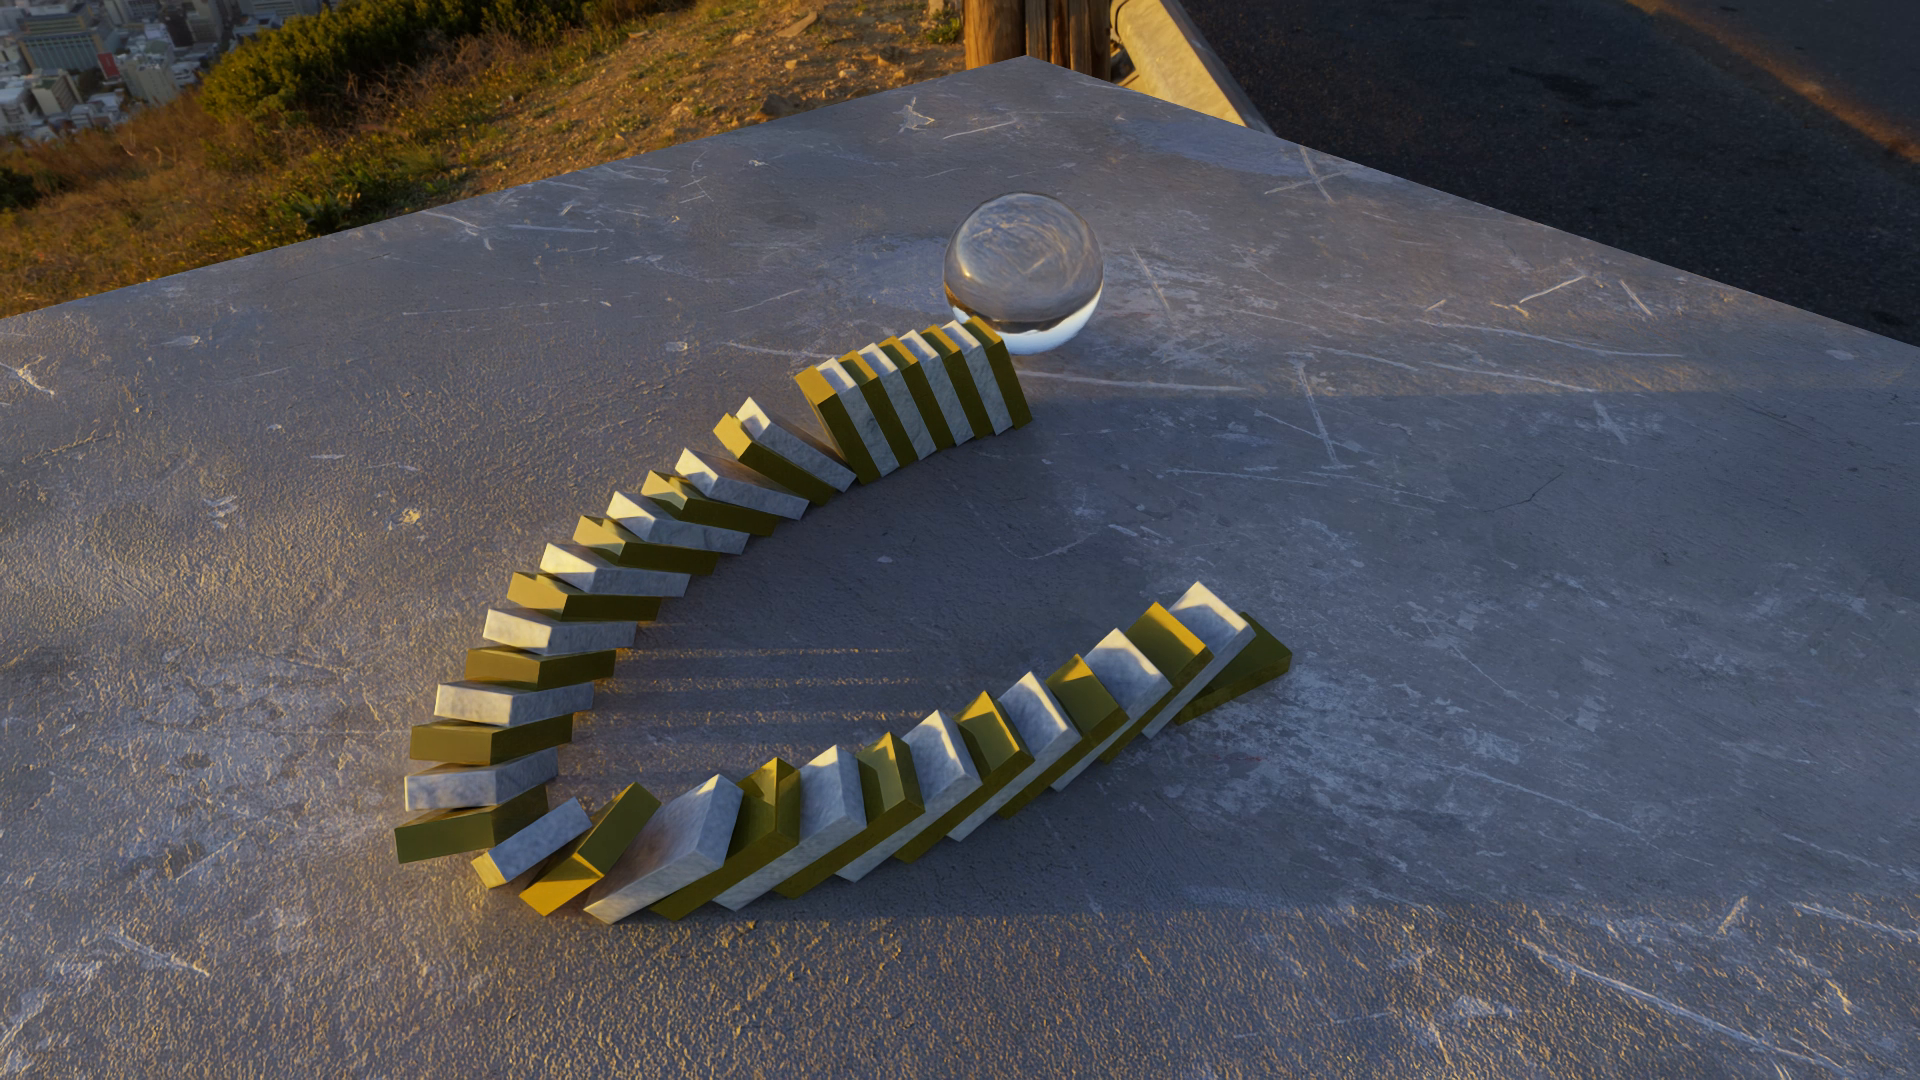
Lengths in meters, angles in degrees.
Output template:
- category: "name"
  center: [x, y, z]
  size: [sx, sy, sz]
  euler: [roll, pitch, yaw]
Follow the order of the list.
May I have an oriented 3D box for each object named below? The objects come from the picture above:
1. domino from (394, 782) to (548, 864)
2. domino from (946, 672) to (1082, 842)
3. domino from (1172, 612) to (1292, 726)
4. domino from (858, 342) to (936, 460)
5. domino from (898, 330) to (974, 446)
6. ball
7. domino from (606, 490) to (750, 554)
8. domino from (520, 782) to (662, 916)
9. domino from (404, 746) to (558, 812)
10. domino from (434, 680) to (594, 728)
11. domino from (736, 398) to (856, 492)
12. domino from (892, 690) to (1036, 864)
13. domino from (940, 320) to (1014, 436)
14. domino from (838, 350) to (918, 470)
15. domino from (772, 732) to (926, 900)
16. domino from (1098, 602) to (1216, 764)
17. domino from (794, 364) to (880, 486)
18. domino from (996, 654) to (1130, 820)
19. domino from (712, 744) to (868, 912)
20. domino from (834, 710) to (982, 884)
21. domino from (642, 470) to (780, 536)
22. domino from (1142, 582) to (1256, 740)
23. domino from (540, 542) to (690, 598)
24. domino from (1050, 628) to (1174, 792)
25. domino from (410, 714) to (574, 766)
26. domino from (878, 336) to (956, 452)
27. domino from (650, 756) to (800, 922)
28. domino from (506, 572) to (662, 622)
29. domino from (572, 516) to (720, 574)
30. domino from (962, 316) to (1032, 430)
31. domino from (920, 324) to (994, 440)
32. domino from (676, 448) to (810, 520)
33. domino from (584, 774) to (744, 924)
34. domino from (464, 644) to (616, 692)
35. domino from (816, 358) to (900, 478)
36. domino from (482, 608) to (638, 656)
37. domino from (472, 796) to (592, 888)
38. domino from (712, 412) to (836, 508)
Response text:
- category: "domino"
  center: [-0.140, 0.081, 0.319]
  size: [0.025, 0.010, 0.050]
  euler: [-9, -3, -5]
- category: "domino"
  center: [0.011, 0.067, 0.340]
  size: [0.050, 0.010, 0.025]
  euler: [-41, 45, 7]
- category: "domino"
  center: [0.089, 0.045, 0.389]
  size: [0.050, 0.010, 0.025]
  euler: [-21, 44, -23]
- category: "domino"
  center: [-0.028, -0.061, 0.485]
  size: [0.009, 0.050, 0.025]
  euler: [-33, 46, -6]
- category: "domino"
  center: [-0.011, -0.068, 0.494]
  size: [0.009, 0.050, 0.025]
  euler: [-33, 46, -6]
- category: "ball"
  center: [0.031, -0.132, 0.549]
  size: [0.080, 0.080, 0.080]
  euler: [0, 39, 0]
- category: "domino"
  center: [-0.109, -0.006, 0.428]
  size: [0.025, 0.010, 0.050]
  euler: [30, 10, 31]
- category: "domino"
  center: [-0.104, 0.087, 0.309]
  size: [0.010, 0.050, 0.025]
  euler: [44, 44, -9]
- category: "domino"
  center: [-0.142, 0.071, 0.331]
  size: [0.025, 0.010, 0.050]
  euler: [-4, -3, -1]
- category: "domino"
  center: [-0.143, 0.051, 0.357]
  size: [0.025, 0.009, 0.050]
  euler: [7, -1, 10]
- category: "domino"
  center: [-0.069, -0.040, 0.464]
  size: [0.010, 0.050, 0.025]
  euler: [-52, 43, 7]
- category: "domino"
  center: [-0.004, 0.072, 0.334]
  size: [0.050, 0.010, 0.025]
  euler: [-41, 44, 7]
- category: "domino"
  center: [0.007, -0.074, 0.501]
  size: [0.009, 0.050, 0.025]
  euler: [-33, 46, -6]
- category: "domino"
  center: [-0.036, -0.057, 0.481]
  size: [0.009, 0.050, 0.025]
  euler: [-33, 46, -6]
- category: "domino"
  center: [-0.035, 0.081, 0.323]
  size: [0.050, 0.010, 0.025]
  euler: [-36, 39, 14]
- category: "domino"
  center: [0.057, 0.047, 0.365]
  size: [0.050, 0.010, 0.025]
  euler: [-45, 48, 0]
- category: "domino"
  center: [-0.052, -0.048, 0.470]
  size: [0.010, 0.050, 0.025]
  euler: [-34, 47, -7]
- category: "domino"
  center: [0.026, 0.062, 0.348]
  size: [0.050, 0.009, 0.025]
  euler: [-40, 46, 3]
- category: "domino"
  center: [-0.051, 0.084, 0.319]
  size: [0.050, 0.010, 0.025]
  euler: [-35, 38, 15]
- category: "domino"
  center: [-0.019, 0.076, 0.328]
  size: [0.050, 0.010, 0.025]
  euler: [-40, 42, 10]
- category: "domino"
  center: [-0.099, -0.014, 0.438]
  size: [0.025, 0.009, 0.050]
  euler: [32, 11, 33]
- category: "domino"
  center: [0.073, 0.040, 0.372]
  size: [0.050, 0.010, 0.025]
  euler: [-45, 48, 1]
- category: "domino"
  center: [-0.126, 0.012, 0.406]
  size: [0.025, 0.009, 0.050]
  euler: [22, 5, 25]
- category: "domino"
  center: [0.042, 0.055, 0.357]
  size: [0.050, 0.010, 0.025]
  euler: [-43, 48, 1]
- category: "domino"
  center: [-0.145, 0.061, 0.344]
  size: [0.025, 0.010, 0.050]
  euler: [3, -2, 7]
- category: "domino"
  center: [-0.019, -0.065, 0.490]
  size: [0.009, 0.050, 0.025]
  euler: [-33, 46, -6]
- category: "domino"
  center: [-0.067, 0.086, 0.315]
  size: [0.050, 0.010, 0.025]
  euler: [-35, 35, 20]
- category: "domino"
  center: [-0.134, 0.021, 0.395]
  size: [0.025, 0.010, 0.050]
  euler: [19, 4, 23]
- category: "domino"
  center: [-0.118, 0.002, 0.418]
  size: [0.025, 0.009, 0.050]
  euler: [26, 8, 28]
- category: "domino"
  center: [0.017, -0.076, 0.504]
  size: [0.009, 0.050, 0.025]
  euler: [-33, 46, -6]
- category: "domino"
  center: [-0.002, -0.071, 0.498]
  size: [0.010, 0.050, 0.025]
  euler: [-33, 46, -6]
- category: "domino"
  center: [-0.088, -0.022, 0.448]
  size: [0.025, 0.010, 0.050]
  euler: [36, 13, 36]
- category: "domino"
  center: [-0.084, 0.088, 0.312]
  size: [0.050, 0.009, 0.025]
  euler: [-32, 30, 28]
- category: "domino"
  center: [-0.139, 0.041, 0.369]
  size: [0.025, 0.010, 0.050]
  euler: [8, 0, 10]
- category: "domino"
  center: [-0.044, -0.053, 0.476]
  size: [0.009, 0.050, 0.025]
  euler: [-33, 46, -6]
- category: "domino"
  center: [-0.137, 0.031, 0.382]
  size: [0.025, 0.010, 0.050]
  euler: [13, 2, 16]
- category: "domino"
  center: [-0.122, 0.086, 0.311]
  size: [0.025, 0.050, 0.010]
  euler: [-32, 90, -33]
- category: "domino"
  center: [-0.076, -0.033, 0.457]
  size: [0.010, 0.050, 0.025]
  euler: [-51, 48, 7]
